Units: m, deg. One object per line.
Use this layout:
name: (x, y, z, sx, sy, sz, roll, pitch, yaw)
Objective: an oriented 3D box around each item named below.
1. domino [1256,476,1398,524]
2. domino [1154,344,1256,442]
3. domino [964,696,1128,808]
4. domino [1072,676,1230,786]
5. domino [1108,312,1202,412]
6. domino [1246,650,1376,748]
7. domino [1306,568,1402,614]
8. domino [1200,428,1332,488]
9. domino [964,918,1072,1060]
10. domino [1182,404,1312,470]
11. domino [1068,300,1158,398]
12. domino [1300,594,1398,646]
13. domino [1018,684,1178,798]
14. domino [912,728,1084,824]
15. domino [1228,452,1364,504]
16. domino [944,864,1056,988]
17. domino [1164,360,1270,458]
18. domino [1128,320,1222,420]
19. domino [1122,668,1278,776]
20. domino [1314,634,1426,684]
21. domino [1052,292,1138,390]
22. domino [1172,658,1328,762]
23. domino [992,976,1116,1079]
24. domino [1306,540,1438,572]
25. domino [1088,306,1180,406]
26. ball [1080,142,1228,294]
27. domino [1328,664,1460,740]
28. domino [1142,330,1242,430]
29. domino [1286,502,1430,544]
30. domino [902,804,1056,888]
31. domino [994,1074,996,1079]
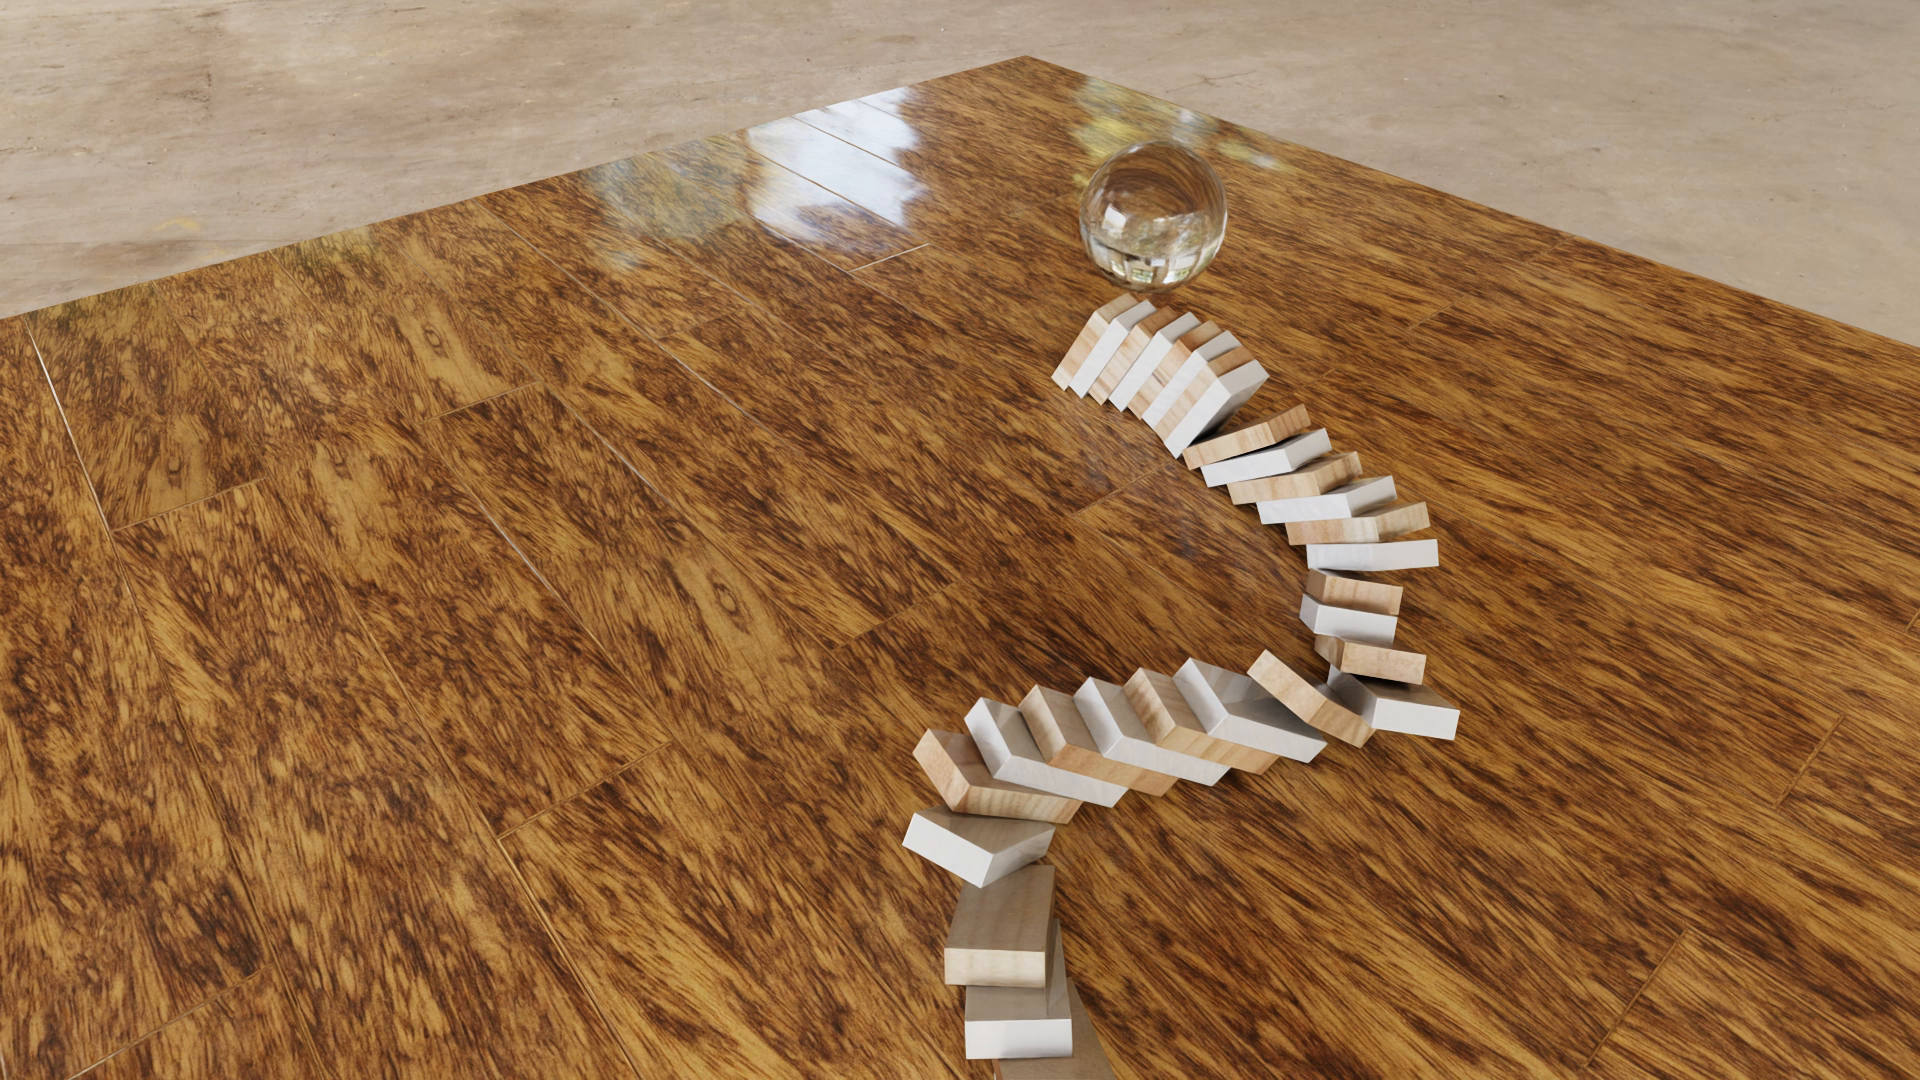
domino: (0.146, -0.016, 0.440, 0.025, 0.010, 0.050, -19, 6, -24)
domino: (0.109, -0.064, 0.491, 0.025, 0.050, 0.009, -28, 74, -30)
domino: (0.027, 0.066, 0.340, 0.050, 0.009, 0.025, 22, 23, -34)
domino: (0.061, 0.061, 0.348, 0.050, 0.010, 0.025, 21, 27, -34)
domino: (0.091, -0.083, 0.513, 0.025, 0.050, 0.010, -34, 78, -35)
domino: (0.114, 0.052, 0.355, 0.050, 0.009, 0.025, 26, 13, -49)
domino: (0.142, 0.018, 0.399, 0.025, 0.009, 0.050, 9, 4, 11)
domino: (0.128, -0.034, 0.462, 0.025, 0.009, 0.050, -25, 7, -28)
domino: (0.015, 0.114, 0.283, 0.025, 0.010, 0.050, -2, 8, 2)
domino: (0.122, -0.044, 0.472, 0.025, 0.009, 0.050, -26, 5, -33)
domino: (0.073, -0.090, 0.523, 0.025, 0.050, 0.010, -34, 78, -34)
domino: (0.136, 0.027, 0.388, 0.025, 0.009, 0.050, 9, 4, 11)
domino: (0.044, 0.063, 0.344, 0.050, 0.009, 0.025, 22, 26, -34)
domino: (0.012, 0.072, 0.333, 0.050, 0.010, 0.025, 19, 20, -42)
domino: (0.137, -0.025, 0.452, 0.025, 0.009, 0.050, -23, 8, -26)
domino: (0.012, 0.103, 0.297, 0.025, 0.010, 0.050, -1, 8, 8)
domino: (0.112, -0.057, 0.482, 0.025, 0.050, 0.010, -27, 74, -29)
domino: (0.099, -0.078, 0.508, 0.025, 0.050, 0.009, -33, 77, -34)
domino: (0.077, 0.058, 0.351, 0.050, 0.010, 0.025, 20, 28, -34)
domino: (0.138, 0.038, 0.374, 0.025, 0.010, 0.050, 9, 4, 8)
domino: (0.065, -0.095, 0.528, 0.025, 0.050, 0.009, -34, 78, -34)
domino: (0.094, 0.055, 0.355, 0.050, 0.009, 0.025, 20, 28, -34)
domino: (0.021, 0.126, 0.268, 0.025, 0.010, 0.050, -6, 7, -7)
domino: (0.154, 0.005, 0.413, 0.025, 0.010, 0.050, -4, 0, -8)
domino: (0.082, -0.086, 0.518, 0.025, 0.050, 0.009, -34, 78, -35)
ball: (0.106, -0.176, 0.603, 0.080, 0.080, 0.080, 0, 39, 0)
domino: (0.140, 0.051, 0.360, 0.025, 0.010, 0.050, 8, 8, 2)
domino: (0.105, -0.072, 0.500, 0.025, 0.050, 0.010, -33, 77, -34)
domino: (0.153, -0.006, 0.428, 0.025, 0.010, 0.050, -15, 4, -22)
domino: (0.007, 0.085, 0.316, 0.025, 0.010, 0.050, 22, 4, 24)
domino: (0.025, 0.148, 0.262, 0.025, 0.010, 0.050, -6, 40, -7)
